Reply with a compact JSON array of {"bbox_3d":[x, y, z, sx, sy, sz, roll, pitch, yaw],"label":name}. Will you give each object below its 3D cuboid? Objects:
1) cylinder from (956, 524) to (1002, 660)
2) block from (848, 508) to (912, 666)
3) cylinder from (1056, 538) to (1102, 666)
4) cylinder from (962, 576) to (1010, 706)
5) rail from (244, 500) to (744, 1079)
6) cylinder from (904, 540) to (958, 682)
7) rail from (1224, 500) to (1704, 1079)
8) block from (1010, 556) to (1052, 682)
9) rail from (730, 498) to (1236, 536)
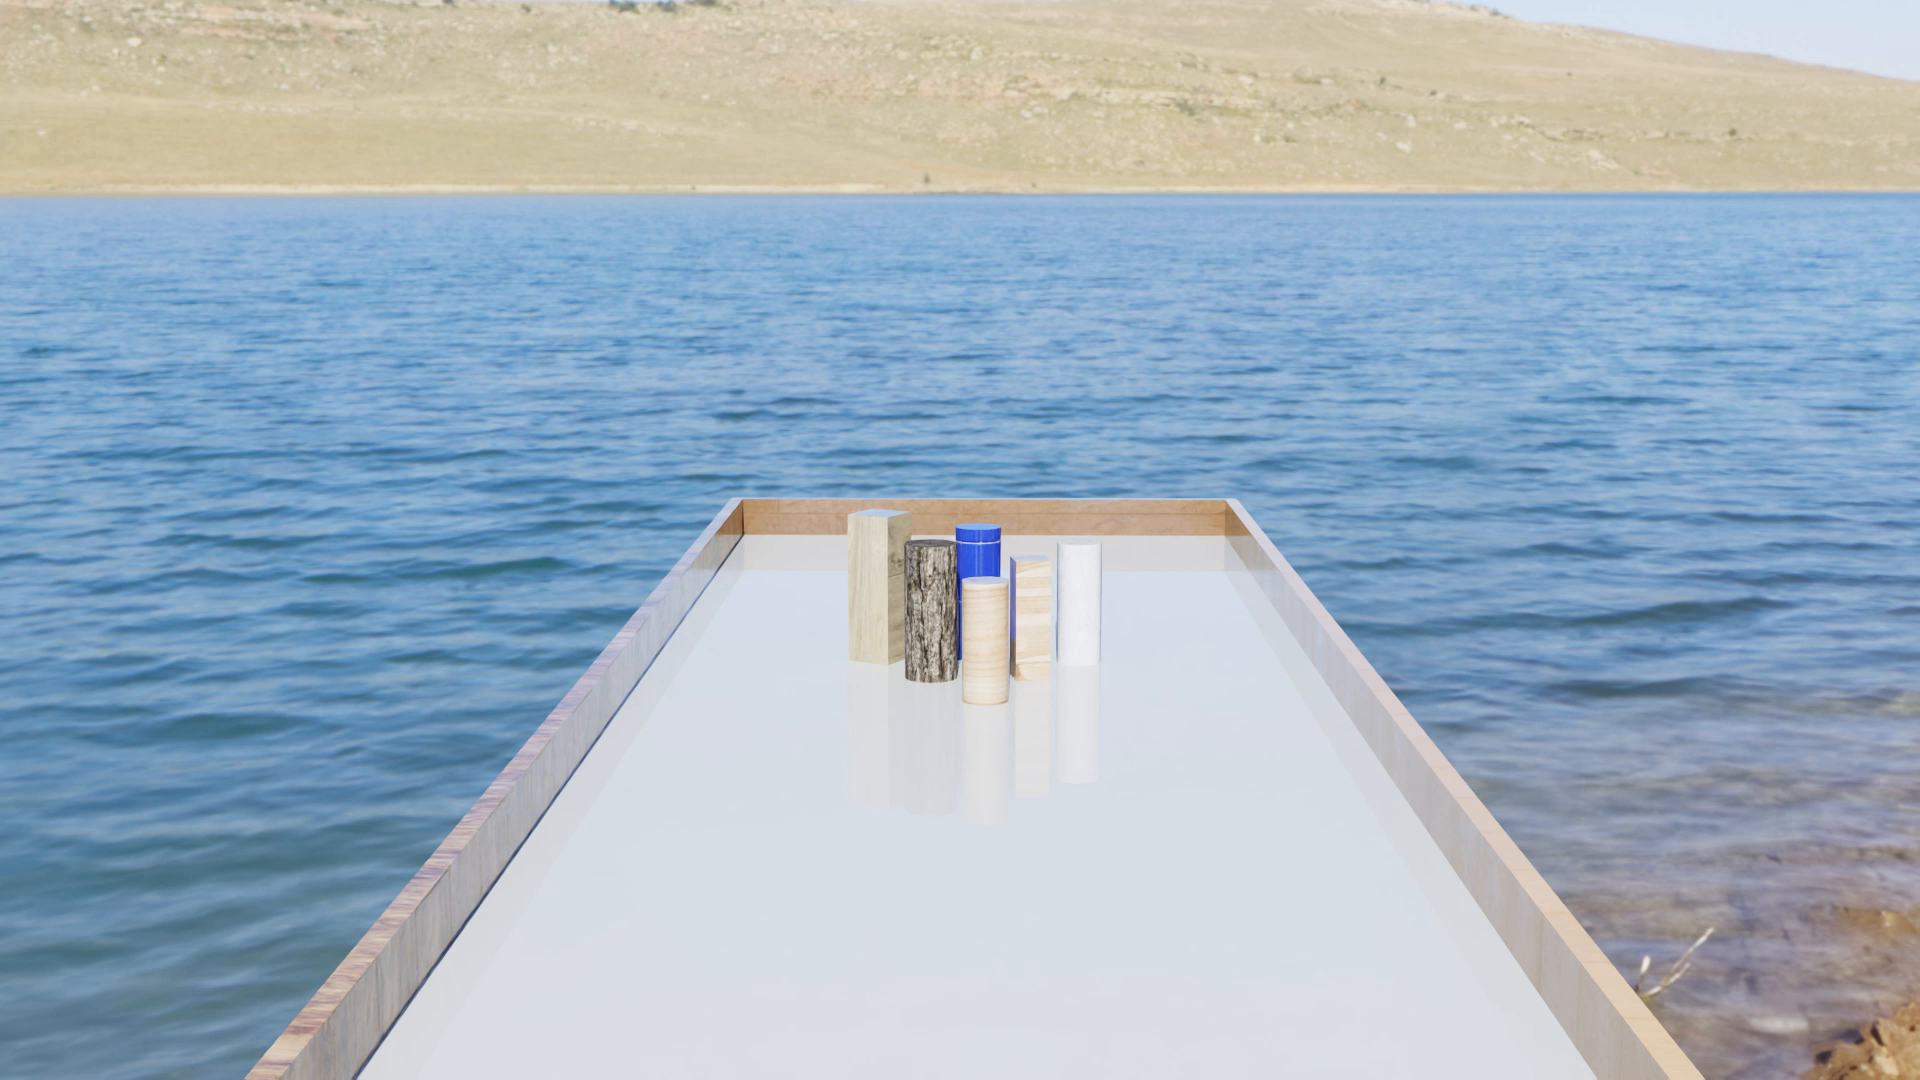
[{"bbox_3d":[0.055,0.160,6.702,0.139,0.407,0.139,0,9,0],"label":"cylinder"},{"bbox_3d":[-0.243,0.140,6.685,0.139,0.450,0.139,5,10,29],"label":"block"},{"bbox_3d":[0.361,0.187,6.660,0.135,0.366,0.135,0,9,0],"label":"cylinder"},{"bbox_3d":[0.071,0.281,6.143,0.132,0.342,0.132,0,9,0],"label":"cylinder"},{"bbox_3d":[-1.004,0.839,3.234,0.050,0.150,12.000,0,9,1],"label":"rail"},{"bbox_3d":[-0.085,0.206,6.433,0.154,0.399,0.154,0,9,0],"label":"cylinder"},{"bbox_3d":[1.046,0.843,3.208,0.050,0.150,12.000,0,9,1],"label":"rail"},{"bbox_3d":[0.205,0.228,6.441,0.103,0.353,0.103,-1,9,-9],"label":"block"},{"bbox_3d":[0.099,-0.098,9.147,2.100,0.150,0.050,0,9,1],"label":"rail"}]
